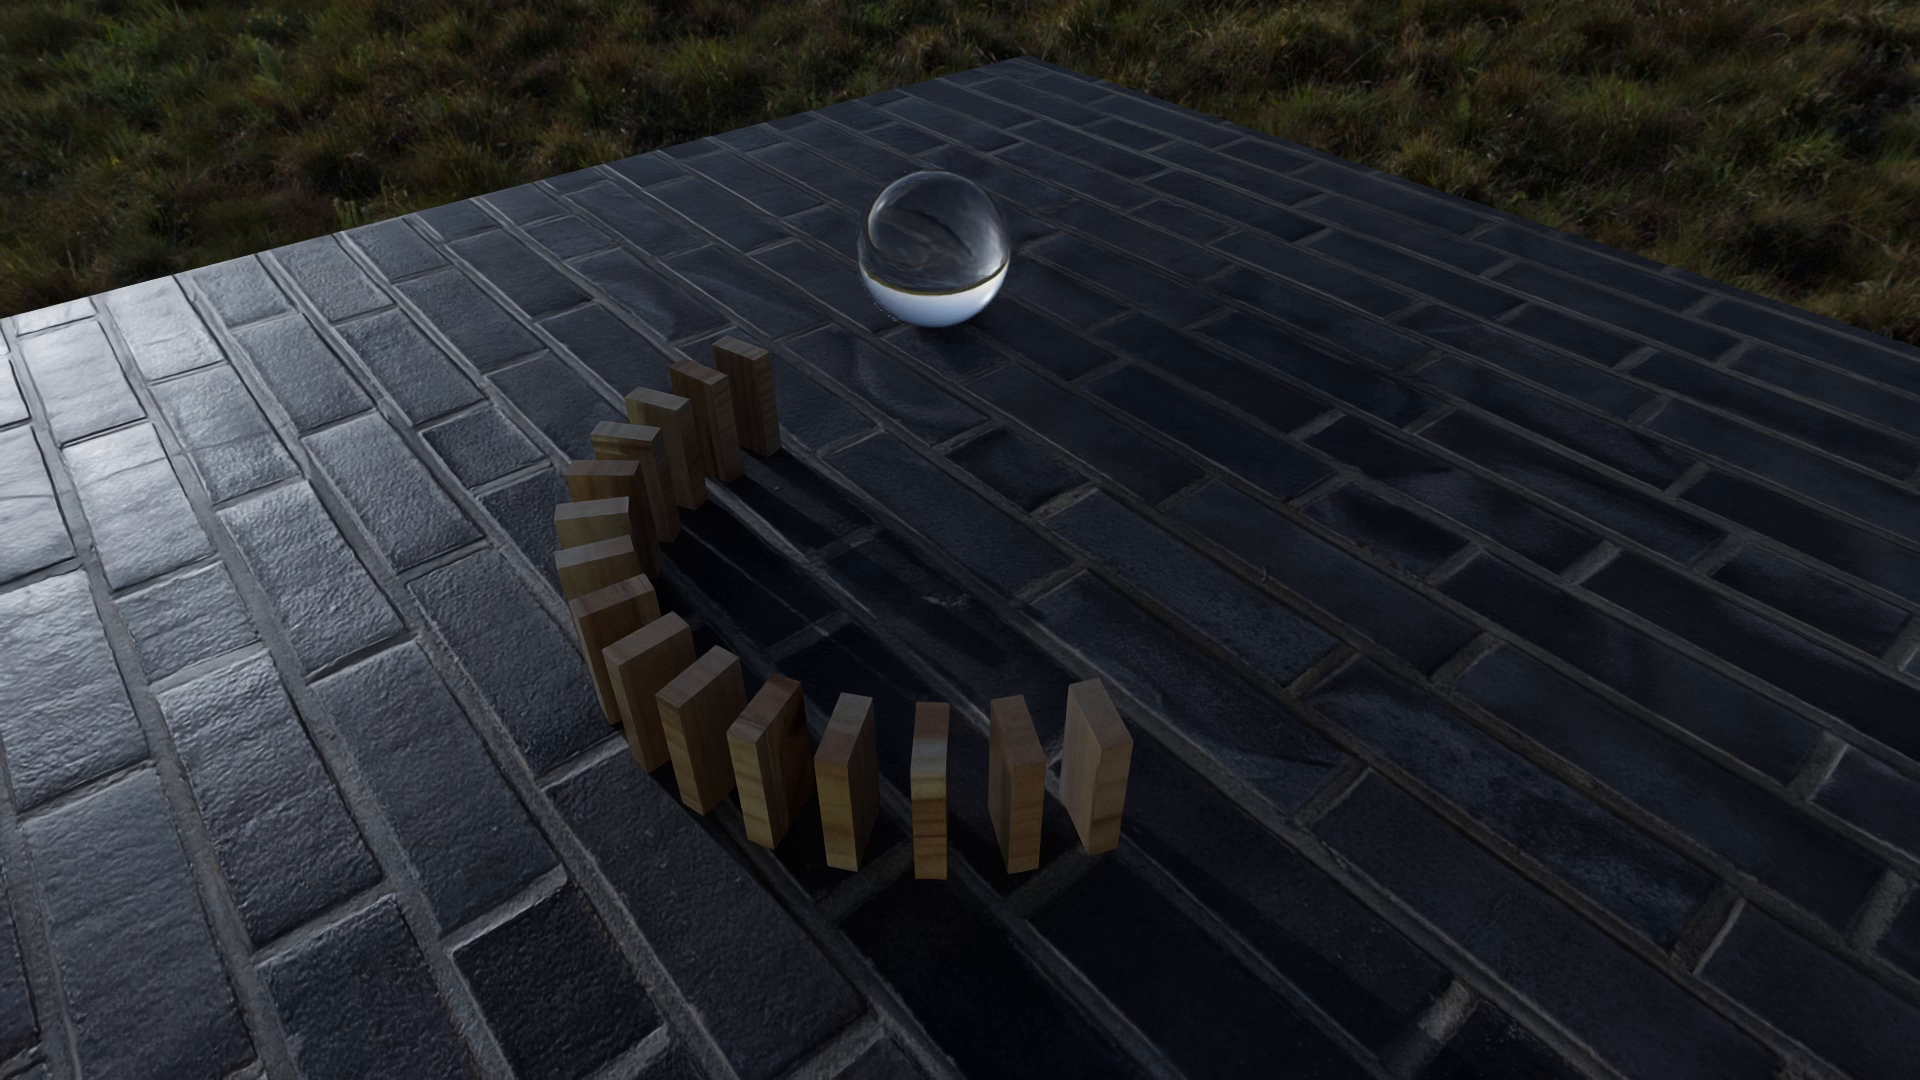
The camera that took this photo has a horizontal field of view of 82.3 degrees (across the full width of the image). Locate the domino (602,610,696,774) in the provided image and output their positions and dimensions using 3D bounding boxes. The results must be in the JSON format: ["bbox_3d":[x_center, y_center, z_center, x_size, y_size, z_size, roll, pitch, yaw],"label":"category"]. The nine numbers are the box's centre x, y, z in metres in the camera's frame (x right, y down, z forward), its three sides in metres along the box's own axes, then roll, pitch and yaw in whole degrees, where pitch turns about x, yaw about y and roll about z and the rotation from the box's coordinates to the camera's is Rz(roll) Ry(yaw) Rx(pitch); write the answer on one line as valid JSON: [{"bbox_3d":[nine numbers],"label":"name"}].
[{"bbox_3d":[-0.096,0.049,0.351,0.025,0.050,0.010,-31,49,-32],"label":"domino"}]

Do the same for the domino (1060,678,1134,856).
[{"bbox_3d":[0.040,0.068,0.328,0.010,0.050,0.025,-11,41,-13],"label":"domino"}]

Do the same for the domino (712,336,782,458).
[{"bbox_3d":[-0.094,-0.063,0.489,0.025,0.050,0.009,23,45,26],"label":"domino"}]

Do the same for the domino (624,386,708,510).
[{"bbox_3d":[-0.122,-0.038,0.457,0.025,0.050,0.010,15,42,18],"label":"domino"}]

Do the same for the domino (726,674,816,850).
[{"bbox_3d":[-0.056,0.067,0.330,0.009,0.050,0.025,16,42,18],"label":"domino"}]

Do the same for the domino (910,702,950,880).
[{"bbox_3d":[-0.008,0.074,0.321,0.009,0.050,0.025,1,39,2],"label":"domino"}]

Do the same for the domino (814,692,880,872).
[{"bbox_3d":[-0.032,0.072,0.324,0.009,0.050,0.025,8,40,10],"label":"domino"}]

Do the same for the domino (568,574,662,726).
[{"bbox_3d":[-0.111,0.037,0.366,0.025,0.050,0.010,-22,44,-25],"label":"domino"}]

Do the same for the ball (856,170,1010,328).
[{"bbox_3d":[-0.014,-0.151,0.572,0.080,0.080,0.080,0,39,0],"label":"ball"}]

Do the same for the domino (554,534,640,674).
[{"bbox_3d":[-0.122,0.023,0.383,0.025,0.050,0.010,-14,41,-17],"label":"domino"}]

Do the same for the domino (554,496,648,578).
[{"bbox_3d":[-0.129,0.008,0.401,0.025,0.050,0.010,-7,40,-8],"label":"domino"}]

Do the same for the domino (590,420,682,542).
[{"bbox_3d":[-0.129,-0.023,0.439,0.025,0.050,0.010,7,40,9],"label":"domino"}]

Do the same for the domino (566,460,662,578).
[{"bbox_3d":[-0.131,-0.007,0.420,0.025,0.050,0.009,0,39,0],"label":"domino"}]

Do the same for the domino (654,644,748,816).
[{"bbox_3d":[-0.077,0.059,0.339,0.009,0.050,0.025,24,45,26],"label":"domino"}]

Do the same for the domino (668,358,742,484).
[{"bbox_3d":[-0.109,-0.051,0.474,0.025,0.050,0.009,24,45,27],"label":"domino"}]

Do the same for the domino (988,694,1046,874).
[{"bbox_3d":[0.016,0.072,0.323,0.009,0.050,0.025,-8,40,-10],"label":"domino"}]
